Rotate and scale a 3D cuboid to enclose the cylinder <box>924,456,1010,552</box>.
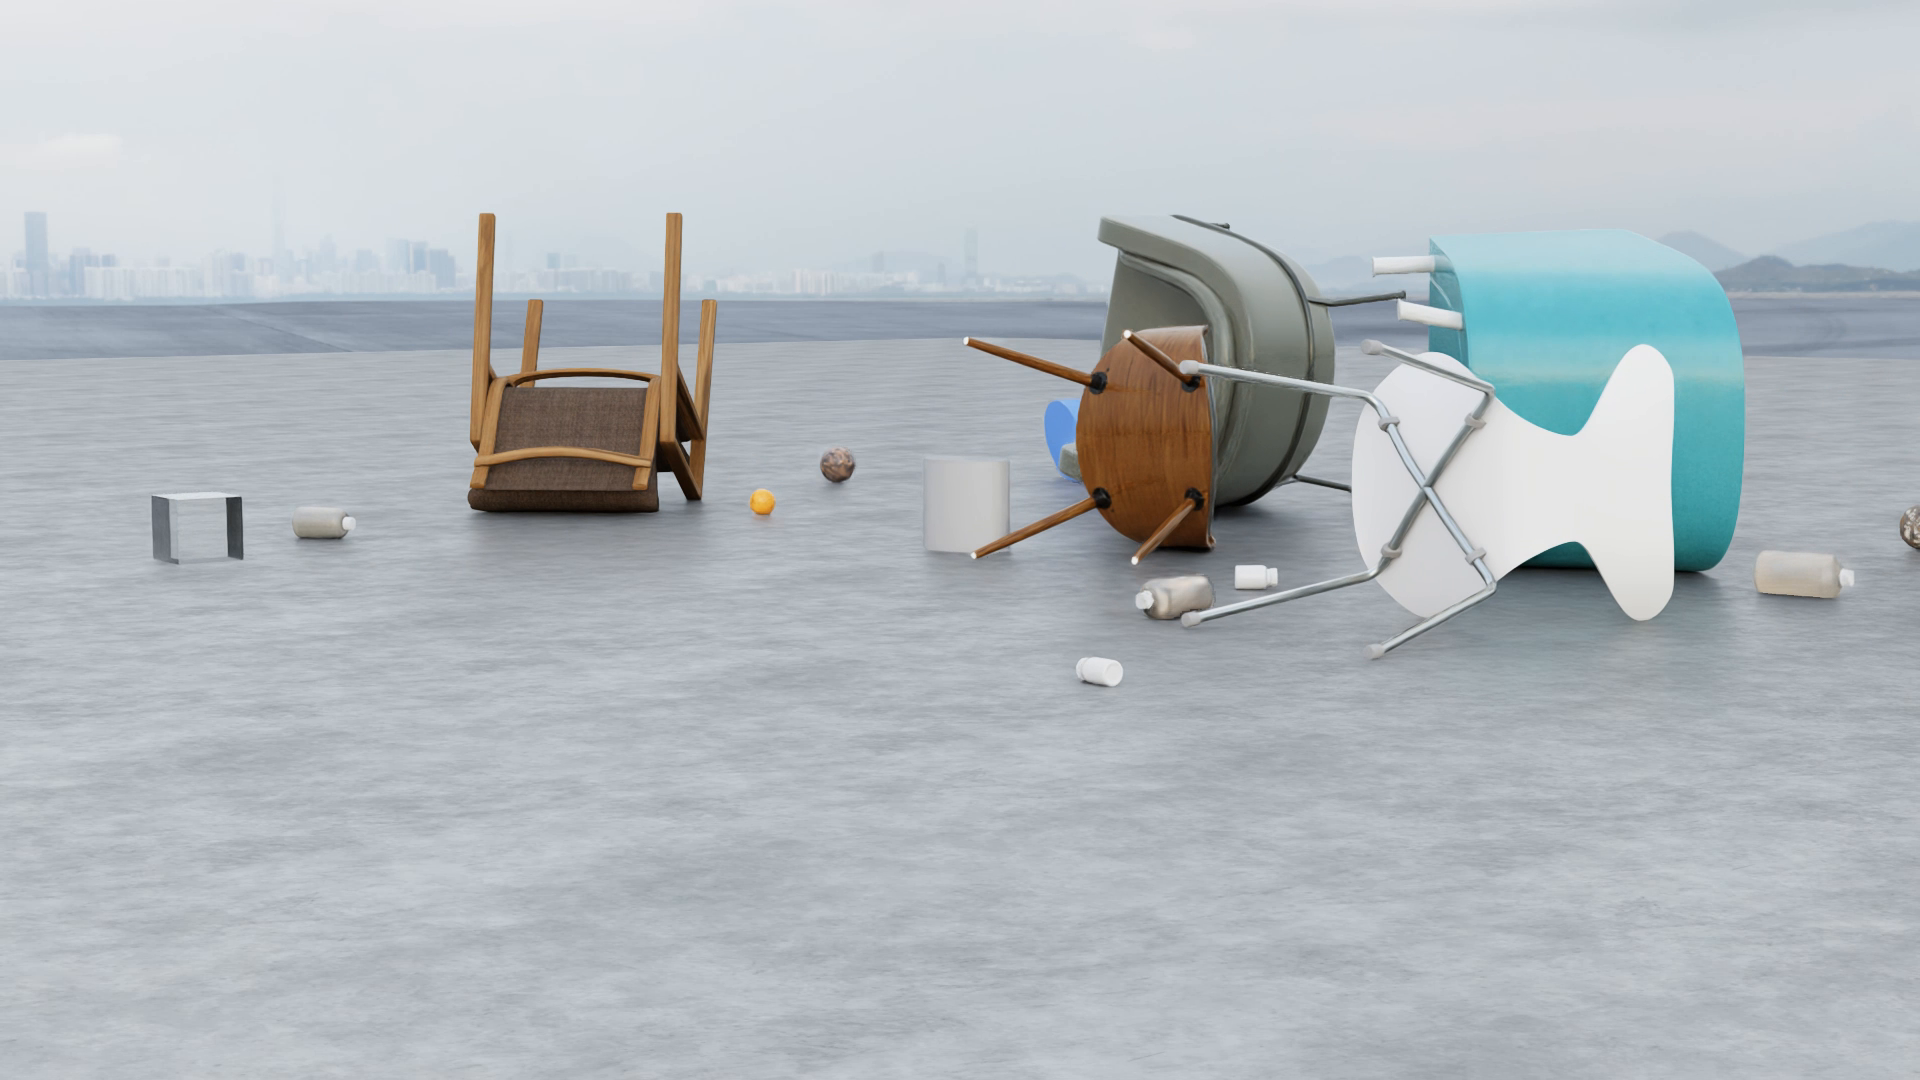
[{"bbox_3d":[0.015,-0.088,6.199,0.235,0.218,0.149,4,7,36],"label":"cylinder"}]

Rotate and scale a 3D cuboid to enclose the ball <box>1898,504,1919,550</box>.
[{"bbox_3d":[2.320,-0.032,6.177,0.111,0.111,0.111,0,6,0],"label":"ball"}]

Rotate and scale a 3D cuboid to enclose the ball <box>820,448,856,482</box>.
[{"bbox_3d":[-0.392,-0.240,8.191,0.113,0.113,0.113,0,6,0],"label":"ball"}]

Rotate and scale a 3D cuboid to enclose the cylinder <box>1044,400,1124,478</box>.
[{"bbox_3d":[0.408,-0.335,8.454,0.150,0.205,0.311,-3,43,-25],"label":"cylinder"}]

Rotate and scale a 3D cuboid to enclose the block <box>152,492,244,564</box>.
[{"bbox_3d":[-1.773,-0.029,5.964,0.155,0.149,0.158,-5,7,-38],"label":"block"}]
